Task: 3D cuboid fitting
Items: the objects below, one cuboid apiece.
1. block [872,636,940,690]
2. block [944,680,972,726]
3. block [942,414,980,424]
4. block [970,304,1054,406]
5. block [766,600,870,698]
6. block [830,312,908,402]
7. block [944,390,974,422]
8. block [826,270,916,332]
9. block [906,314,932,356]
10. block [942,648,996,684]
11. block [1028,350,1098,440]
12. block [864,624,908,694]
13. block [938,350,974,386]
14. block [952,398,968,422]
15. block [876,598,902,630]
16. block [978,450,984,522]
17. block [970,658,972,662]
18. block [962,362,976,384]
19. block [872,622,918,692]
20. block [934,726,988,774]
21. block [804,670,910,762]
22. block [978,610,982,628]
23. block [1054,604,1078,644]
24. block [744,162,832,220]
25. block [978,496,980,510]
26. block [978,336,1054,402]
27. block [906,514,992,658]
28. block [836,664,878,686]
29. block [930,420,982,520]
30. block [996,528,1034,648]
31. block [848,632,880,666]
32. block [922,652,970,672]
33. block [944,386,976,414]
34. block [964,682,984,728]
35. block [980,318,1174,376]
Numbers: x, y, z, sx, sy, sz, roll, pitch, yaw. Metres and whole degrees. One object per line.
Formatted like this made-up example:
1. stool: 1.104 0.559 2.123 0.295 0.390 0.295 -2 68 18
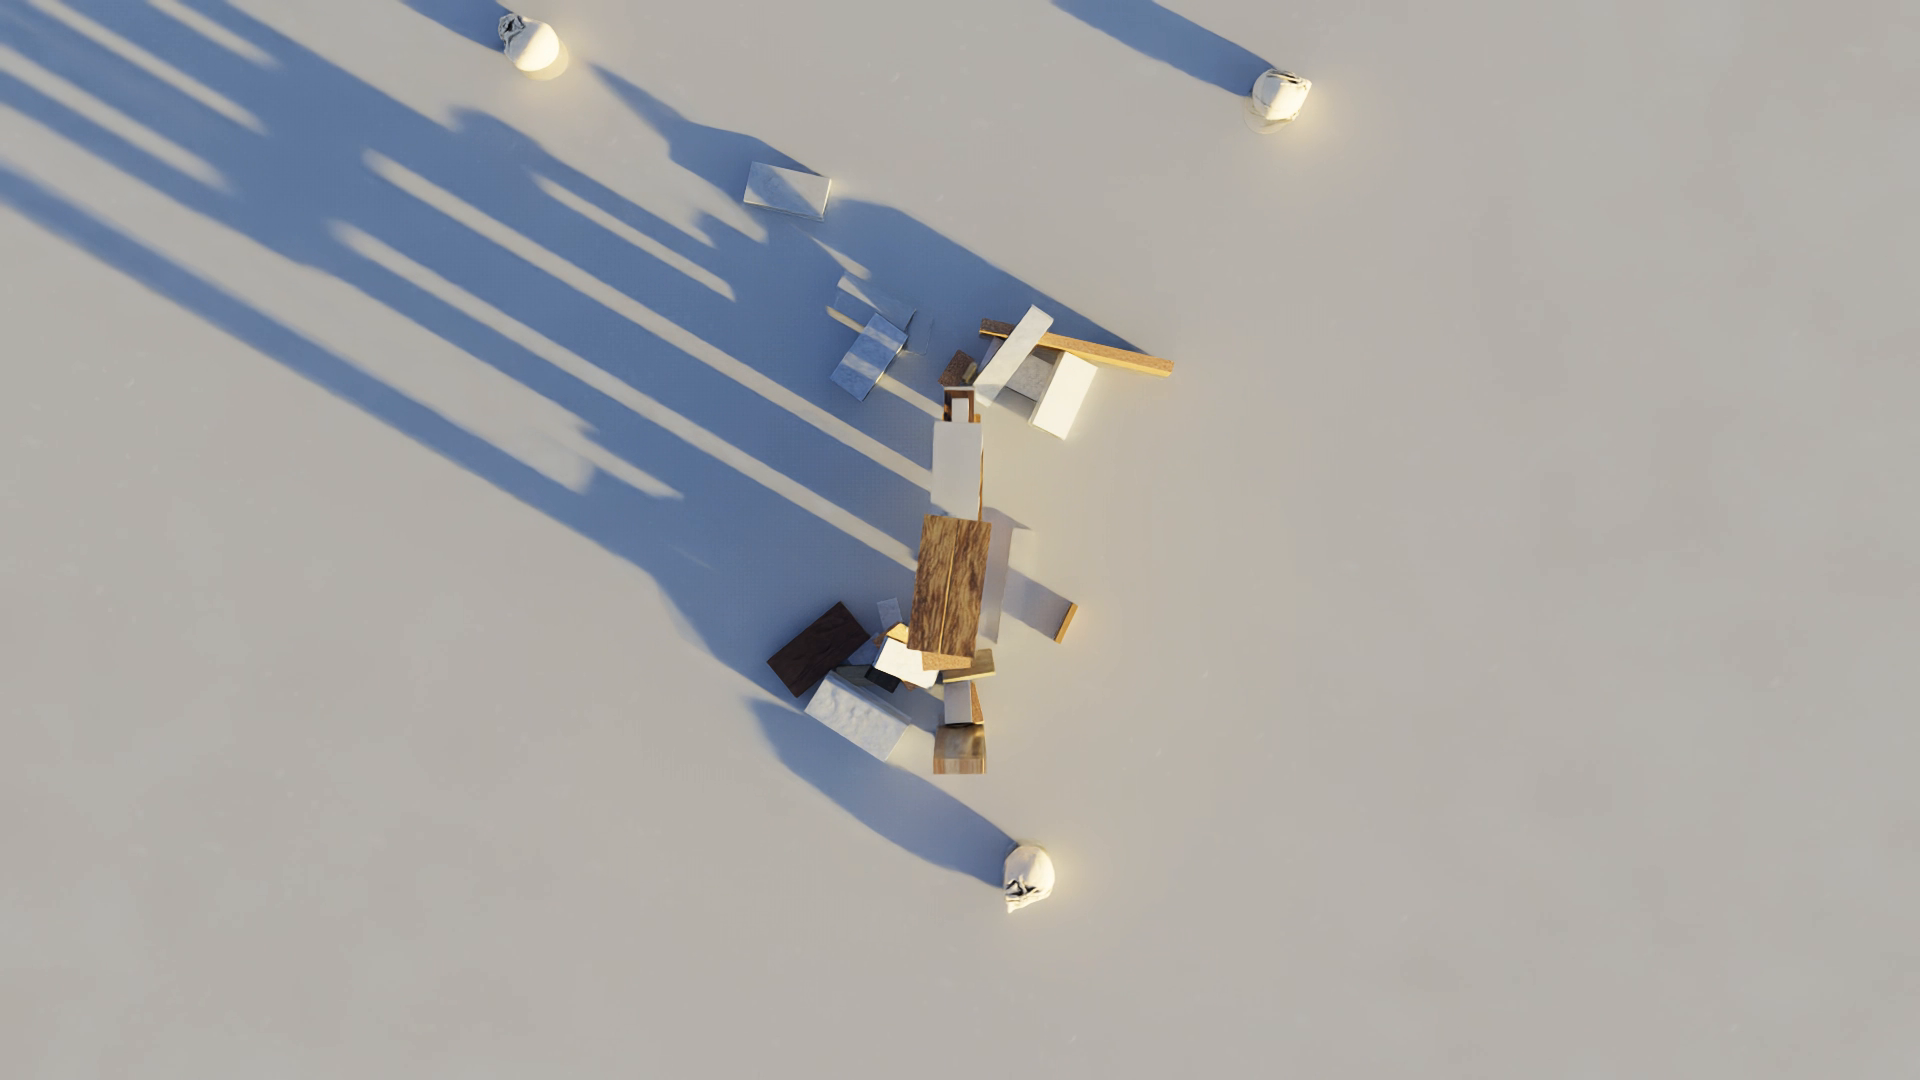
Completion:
1. block: -0.170 0.404 5.415 0.215 0.030 0.108 24 91 -23
2. block: -0.008 0.523 5.453 0.087 0.025 0.175 -4 68 4
3. block: 0.002 -0.261 4.928 0.115 0.033 0.230 1 90 0
4. block: 0.162 -0.601 5.393 0.085 0.024 0.378 33 118 -11
5. block: -0.469 0.363 5.478 0.316 0.045 0.158 -39 90 0
6. block: -0.300 -0.606 5.457 0.133 0.038 0.266 36 100 -1
7. block: -0.003 -0.344 4.729 0.085 0.024 0.171 0 90 0
8. block: -0.295 -0.772 5.481 0.266 0.038 0.133 29 90 0
9. block: -0.135 -0.684 5.491 0.064 0.018 0.129 12 90 0
10. block: 0.025 0.417 5.467 0.175 0.025 0.087 -10 59 0
11. block: 0.341 -0.480 5.455 0.131 0.037 0.261 24 91 -23
12. block: -0.214 0.389 5.461 0.108 0.030 0.215 32 88 -23
13. block: -0.013 -0.564 5.491 0.064 0.018 0.129 33 90 0
14. block: 0.000 -0.350 4.618 0.046 0.013 0.092 1 90 0
15. block: -0.228 0.265 5.491 0.067 0.019 0.134 -14 90 0
16. block: -0.001 -0.142 5.194 0.143 0.040 0.285 1 90 0
17. block: -0.036 0.214 4.854 0.143 0.040 0.285 -1 90 0
18. block: 0.030 -0.551 5.436 0.018 0.129 0.064 33 90 -1
19. block: -0.184 0.384 5.438 0.108 0.030 0.215 -38 111 -10
20. block: 0.000 0.652 5.165 0.158 0.668 0.045 0 92 0
21. block: -0.339 0.583 5.455 0.316 0.045 0.158 33 107 0
22. block: -0.002 0.257 5.351 0.149 0.298 0.042 -1 90 0
23. block: 0.351 0.276 5.465 0.020 0.070 0.140 25 90 0
24. block: -0.574 -1.161 5.481 0.266 0.038 0.133 13 90 0
25. block: -0.012 -0.098 4.528 0.128 0.257 0.036 3 89 0
26. block: 0.202 -0.558 5.482 0.261 0.037 0.131 27 90 0
27. block: -0.027 0.116 4.165 0.171 0.049 0.343 8 90 0
28. block: -0.342 0.449 5.471 0.134 0.019 0.067 -2 102 -3
29. block: -0.011 -0.184 4.381 0.128 0.036 0.257 3 90 0
30. block: 0.183 0.158 5.490 0.070 0.020 0.393 8 90 0
31. block: -0.302 0.374 5.491 0.134 0.019 0.067 -43 90 0
32. block: -0.047 0.224 4.551 0.132 0.037 0.264 -4 90 0
33. block: -0.001 -0.387 5.280 0.103 0.029 0.205 0 90 0
34. block: 0.030 0.545 5.465 0.070 0.020 0.140 -14 68 0
35. block: 0.382 -0.635 5.435 0.642 0.131 0.037 13 90 0
